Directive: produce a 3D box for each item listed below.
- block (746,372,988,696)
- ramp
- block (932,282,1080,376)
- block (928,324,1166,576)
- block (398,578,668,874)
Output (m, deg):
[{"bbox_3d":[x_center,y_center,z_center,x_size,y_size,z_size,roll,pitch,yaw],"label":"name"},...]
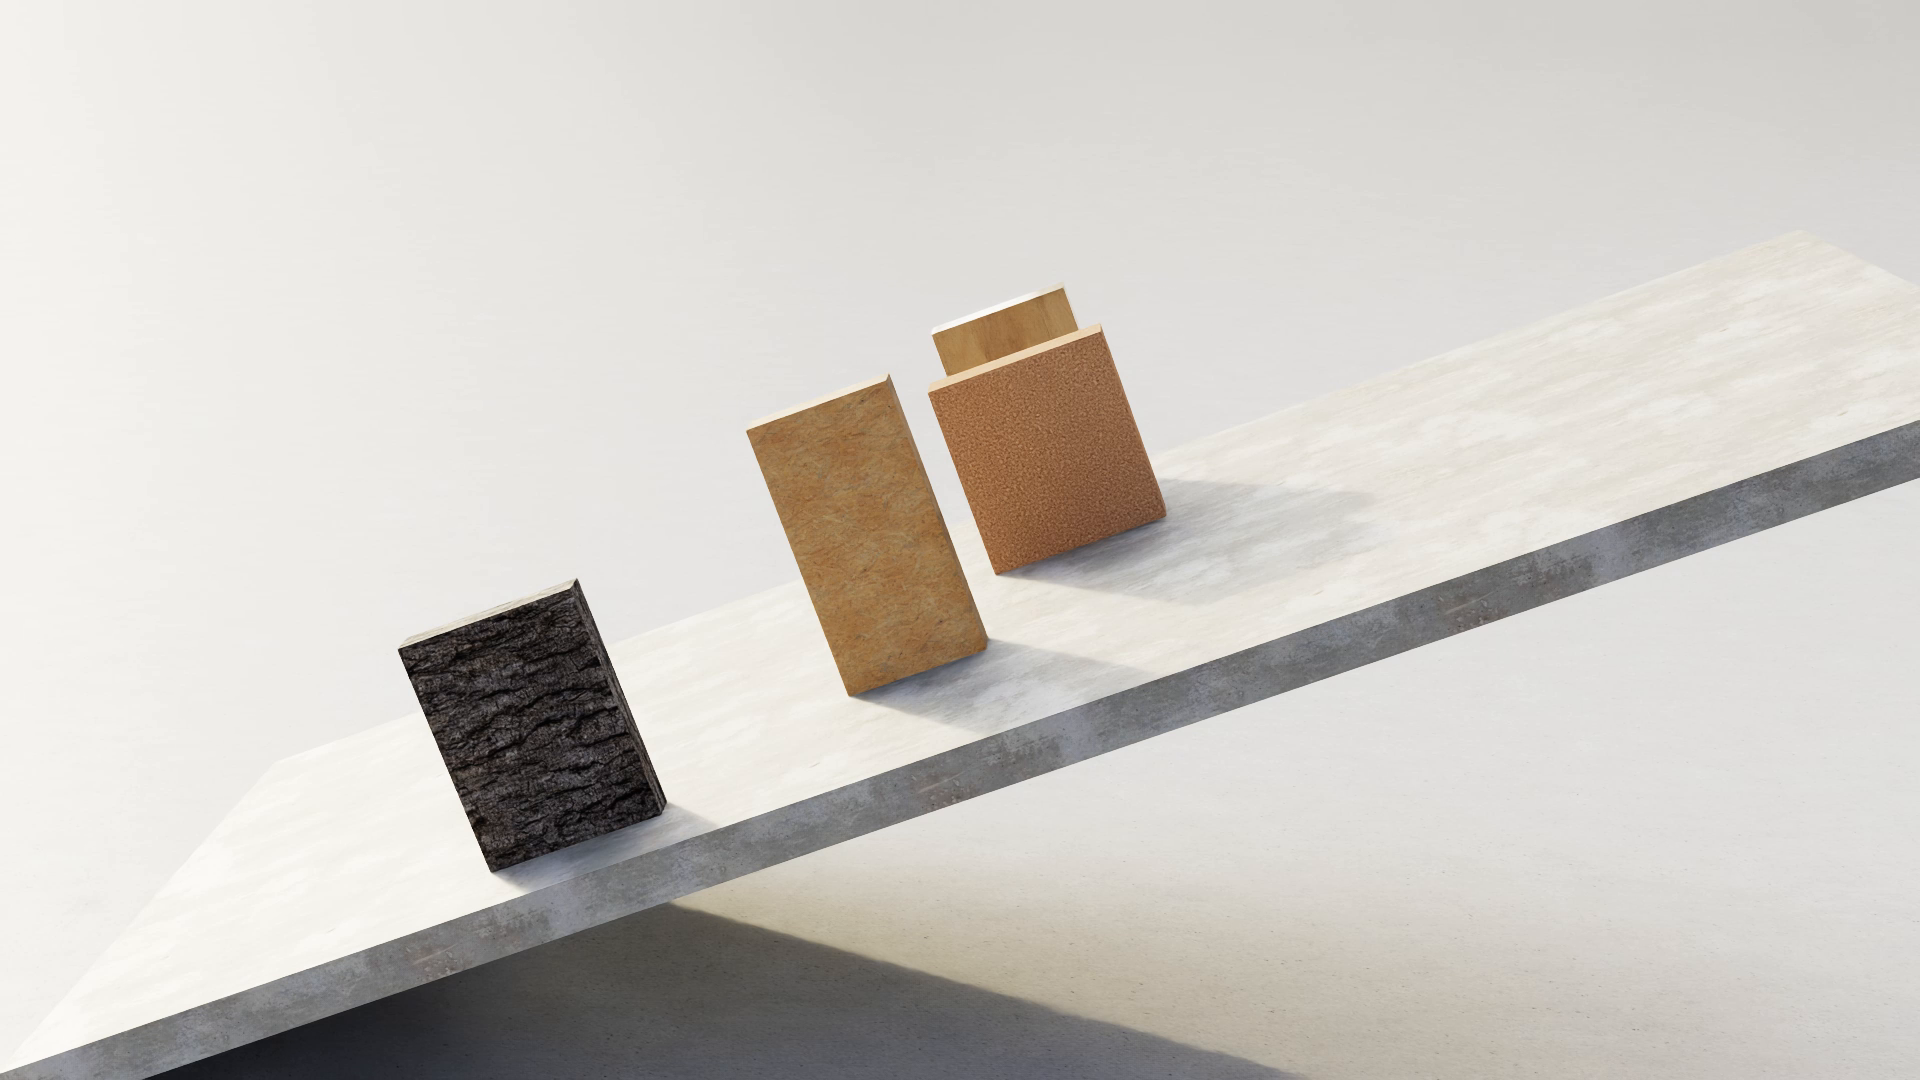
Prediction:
[{"bbox_3d":[-0.185,-0.010,5.949,0.299,0.585,0.098,-19,11,6],"label":"block"},{"bbox_3d":[0.114,0.177,6.298,4.000,0.100,2.000,-19,11,6],"label":"ramp"},{"bbox_3d":[0.175,-0.318,6.985,0.329,0.500,0.108,-19,11,6],"label":"block"},{"bbox_3d":[0.196,-0.202,6.560,0.405,0.439,0.126,-19,11,6],"label":"block"},{"bbox_3d":[-0.815,0.356,5.627,0.354,0.472,0.086,-19,11,6],"label":"block"}]
